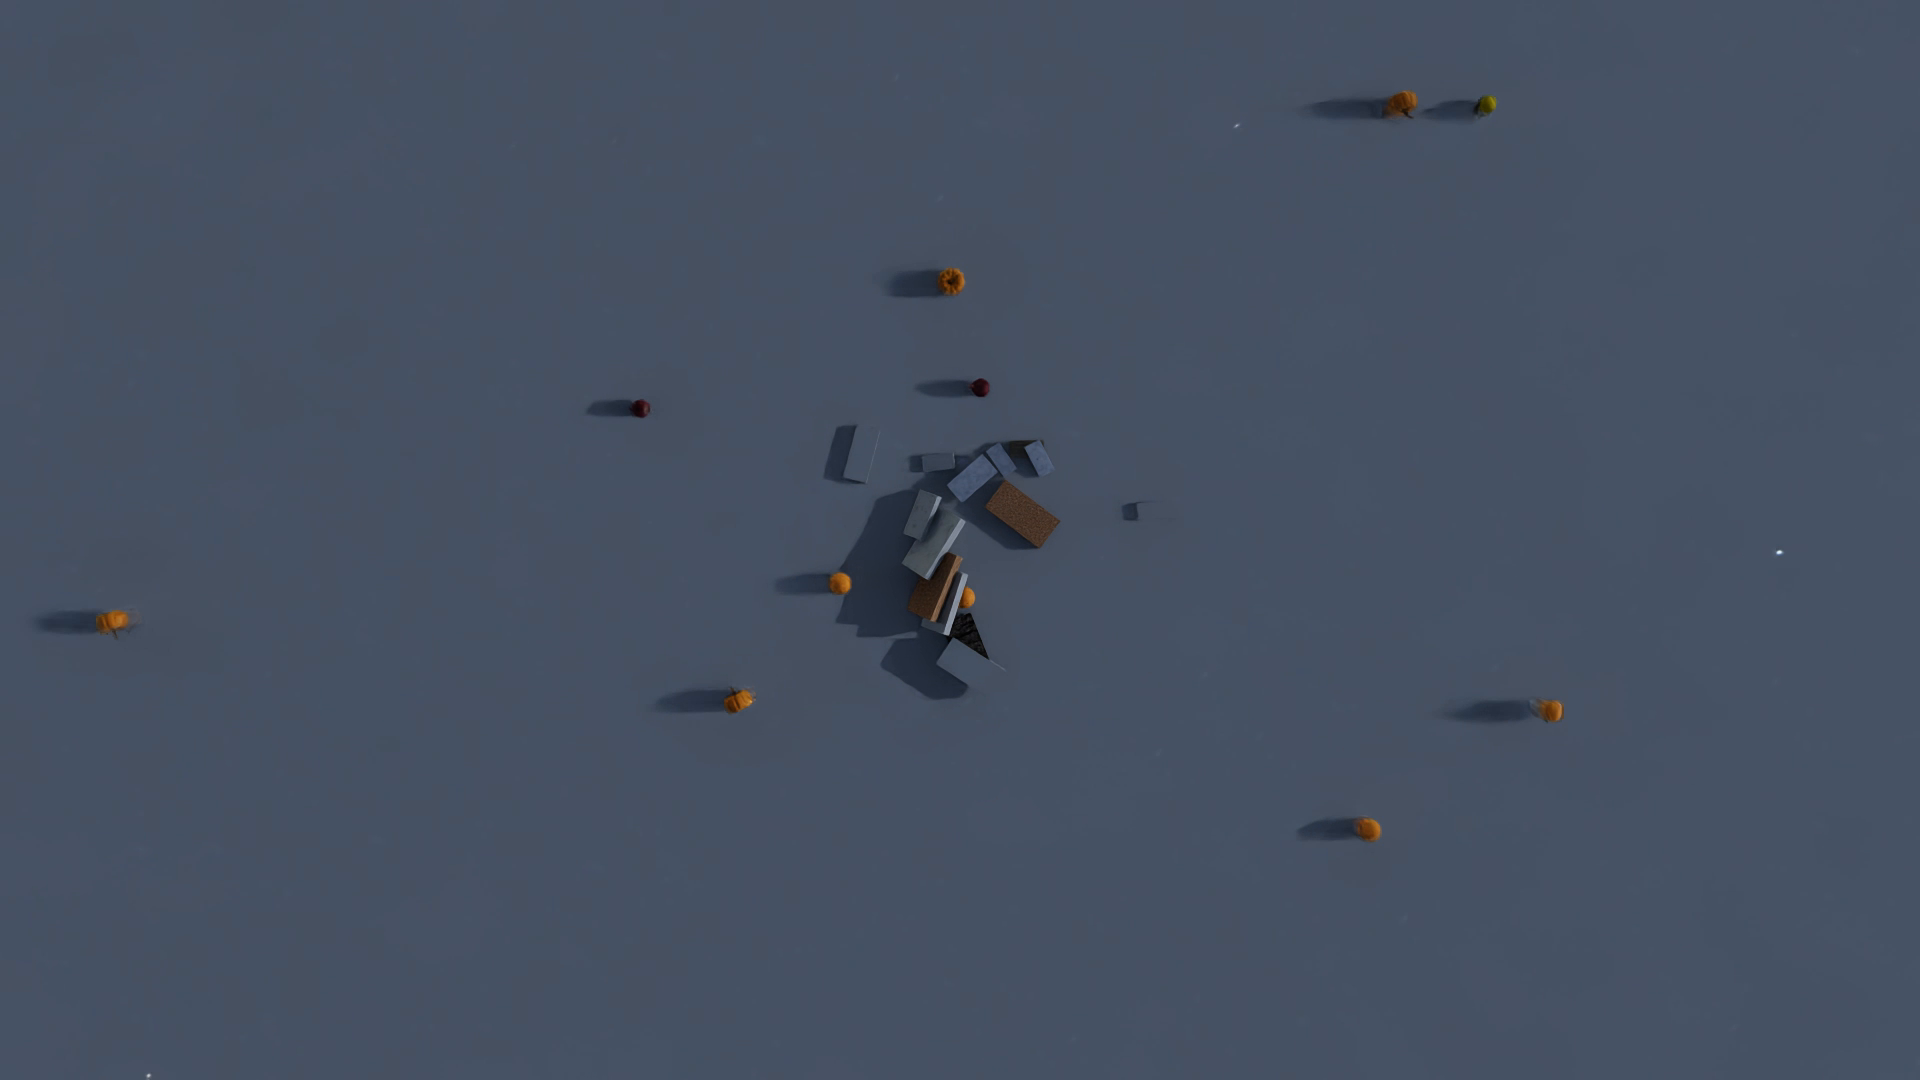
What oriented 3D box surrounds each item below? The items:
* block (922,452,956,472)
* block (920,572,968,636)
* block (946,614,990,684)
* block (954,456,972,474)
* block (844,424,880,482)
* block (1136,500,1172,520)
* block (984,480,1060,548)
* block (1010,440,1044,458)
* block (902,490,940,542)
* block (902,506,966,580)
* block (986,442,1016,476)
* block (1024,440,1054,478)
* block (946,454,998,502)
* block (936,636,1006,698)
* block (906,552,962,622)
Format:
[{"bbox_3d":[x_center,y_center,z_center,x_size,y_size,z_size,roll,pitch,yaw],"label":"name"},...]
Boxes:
[{"bbox_3d":[-0.072,-0.259,5.485,0.106,0.015,0.053,-7,90,9],"label":"block"},{"bbox_3d":[-0.052,0.200,5.454,0.105,0.030,0.210,18,90,41],"label":"block"},{"bbox_3d":[0.026,0.359,5.485,0.105,0.030,0.210,-22,90,0],"label":"block"},{"bbox_3d":[0.034,-0.221,5.492,0.053,0.015,0.106,-43,90,0],"label":"block"},{"bbox_3d":[-0.327,-0.286,5.489,0.079,0.022,0.180,15,90,0],"label":"block"},{"bbox_3d":[0.647,-0.101,5.492,0.114,0.016,0.057,-7,90,0],"label":"block"},{"bbox_3d":[0.207,-0.086,5.484,0.229,0.033,0.115,37,90,0],"label":"block"},{"bbox_3d":[0.223,-0.303,5.492,0.114,0.016,0.057,-1,90,0],"label":"block"},{"bbox_3d":[-0.125,-0.082,5.468,0.079,0.022,0.158,21,90,36],"label":"block"},{"bbox_3d":[-0.087,0.008,5.452,0.115,0.033,0.230,32,90,38],"label":"block"},{"bbox_3d":[0.138,-0.267,5.492,0.053,0.015,0.106,-35,90,0],"label":"block"},{"bbox_3d":[0.265,-0.271,5.477,0.057,0.016,0.114,-27,103,6],"label":"block"},{"bbox_3d":[0.040,-0.204,5.474,0.158,0.022,0.079,-41,90,0],"label":"block"},{"bbox_3d":[0.036,0.422,5.455,0.210,0.030,0.105,33,90,0],"label":"block"},{"bbox_3d":[-0.084,0.145,5.450,0.115,0.033,0.230,22,90,41],"label":"block"}]
